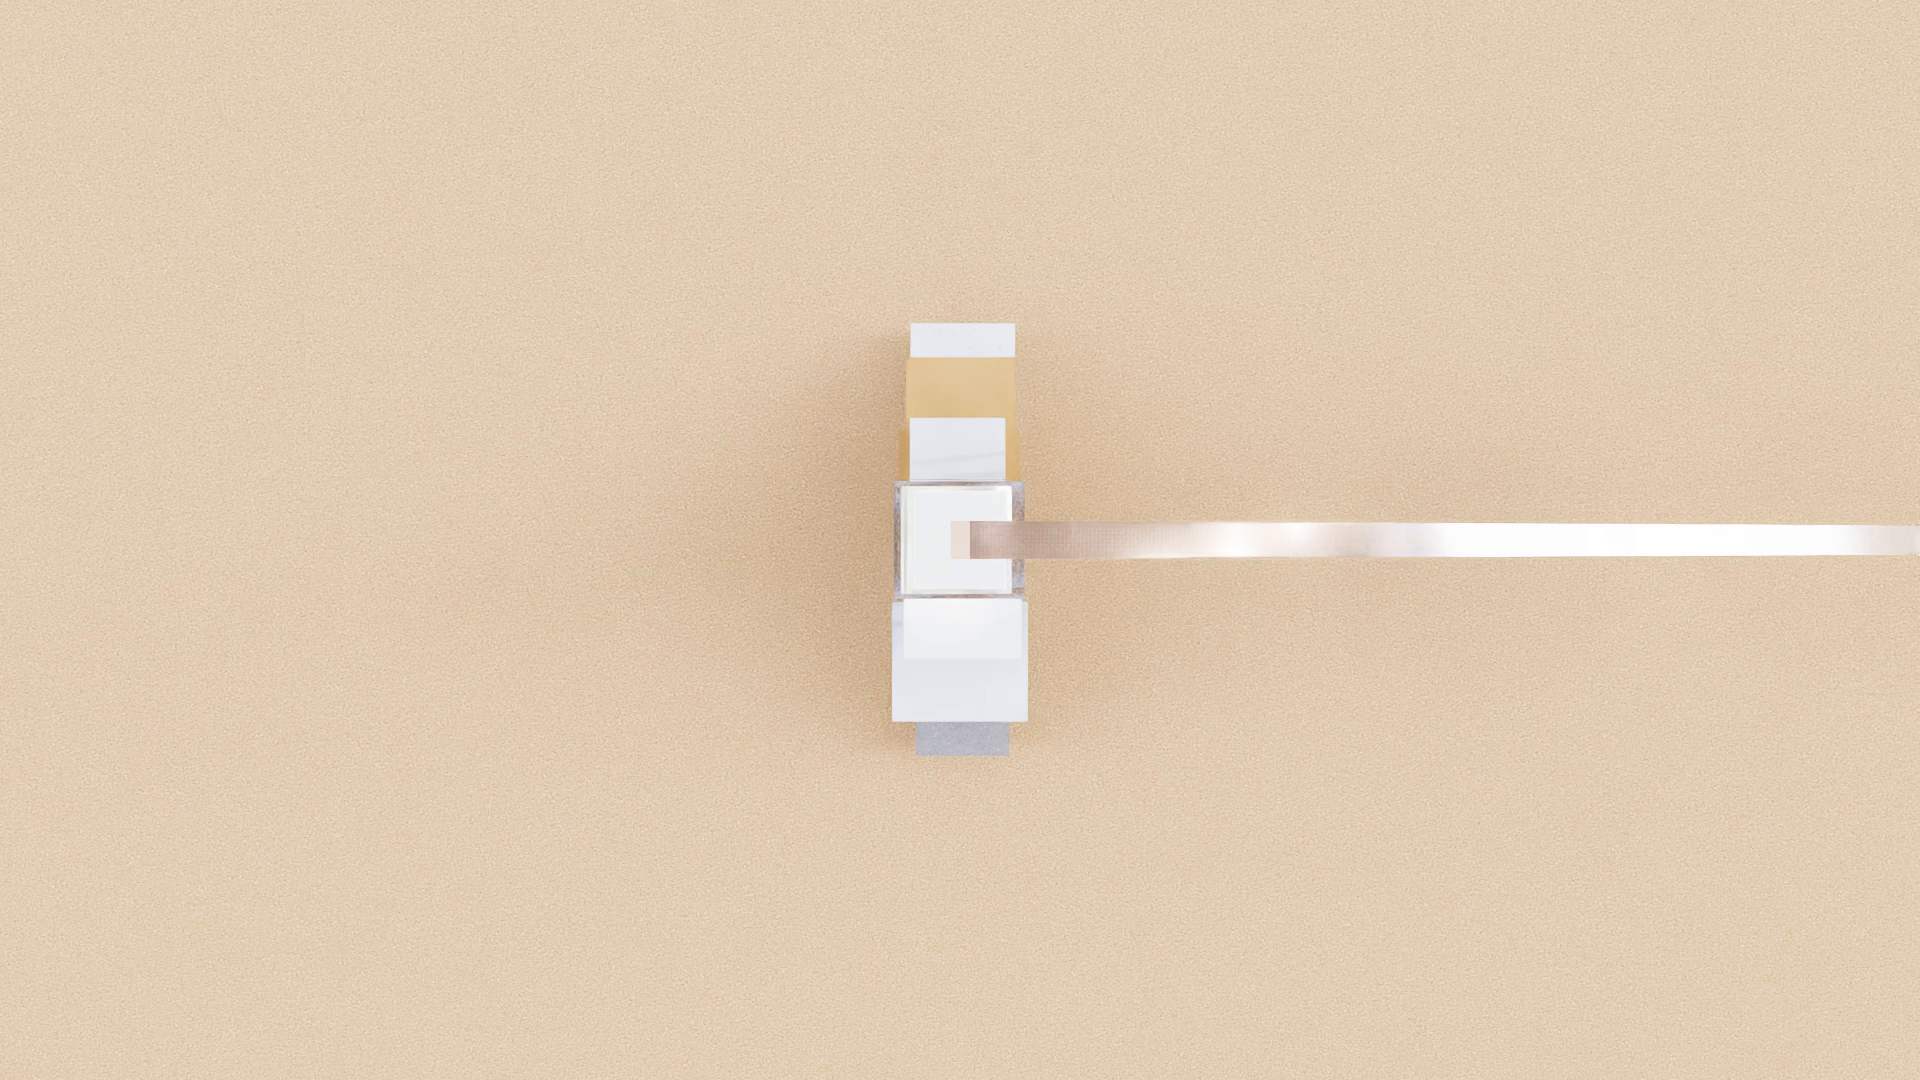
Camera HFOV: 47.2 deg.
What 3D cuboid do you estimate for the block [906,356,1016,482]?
[{"bbox_3d":[0.004,-0.634,11.953,0.577,0.580,0.669,0,89,0],"label":"block"}]

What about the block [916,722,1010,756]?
[{"bbox_3d":[0.015,0.959,12.705,0.529,0.589,0.518,0,90,0],"label":"block"}]

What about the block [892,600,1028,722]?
[{"bbox_3d":[0.000,0.648,12.004,0.722,0.605,0.635,0,90,0],"label":"block"}]

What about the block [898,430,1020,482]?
[{"bbox_3d":[-0.005,-0.286,12.622,0.676,0.757,0.661,0,90,0],"label":"block"}]

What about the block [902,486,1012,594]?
[{"bbox_3d":[-0.016,0.000,9.710,0.474,0.546,0.464,0,90,0],"label":"block"}]

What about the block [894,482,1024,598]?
[{"bbox_3d":[-0.004,0.000,10.649,0.616,0.606,0.554,0,90,0],"label":"block"}]

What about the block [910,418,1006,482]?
[{"bbox_3d":[-0.012,-0.352,11.363,0.481,0.549,0.502,0,88,0],"label":"block"}]

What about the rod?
[{"bbox_3d":[2.234,0.000,5.949,5.200,0.080,0.080,0,90,-31],"label":"rod"}]

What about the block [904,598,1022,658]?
[{"bbox_3d":[0.014,0.256,11.293,0.587,0.684,0.671,0,90,0],"label":"block"}]

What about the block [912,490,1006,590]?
[{"bbox_3d":[-0.002,0.000,9.234,0.386,0.406,0.403,0,90,0],"label":"block"}]

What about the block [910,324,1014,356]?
[{"bbox_3d":[0.016,-0.922,12.682,0.586,0.636,0.592,0,90,0],"label":"block"}]
